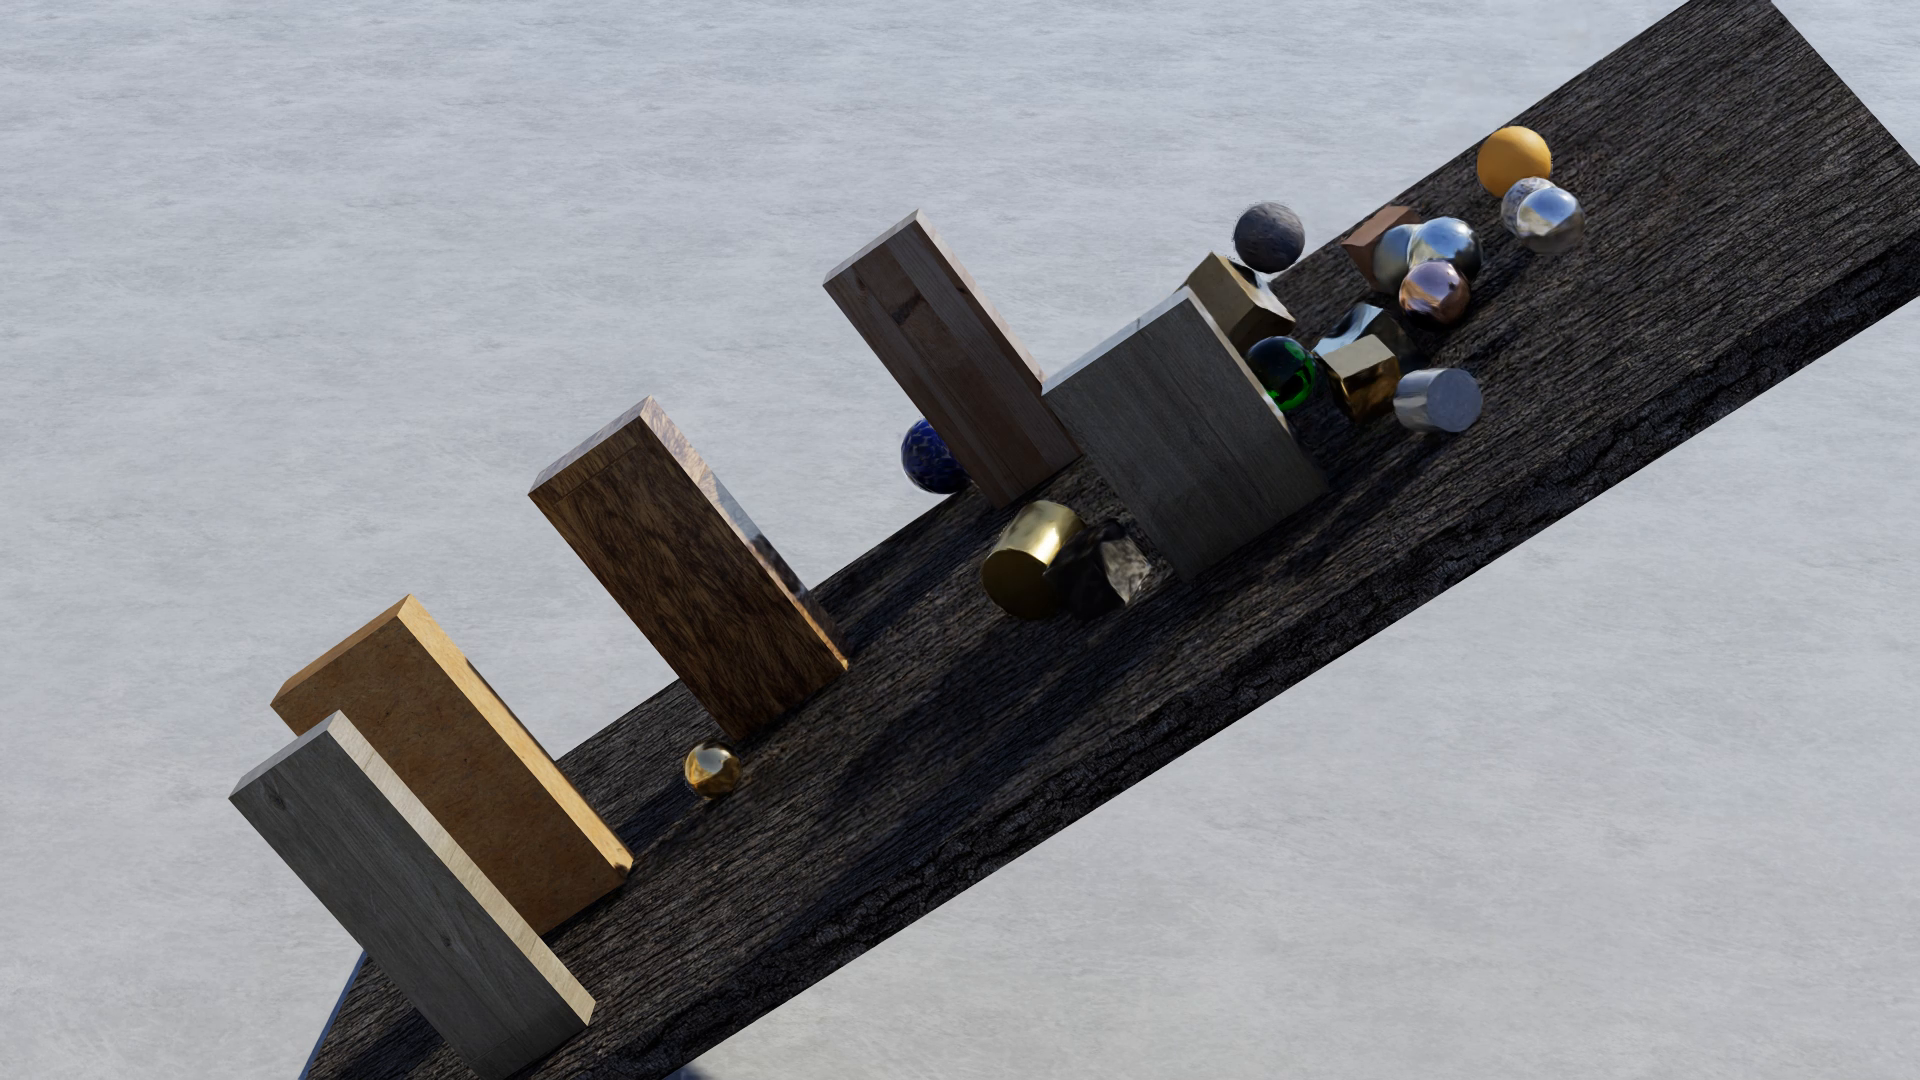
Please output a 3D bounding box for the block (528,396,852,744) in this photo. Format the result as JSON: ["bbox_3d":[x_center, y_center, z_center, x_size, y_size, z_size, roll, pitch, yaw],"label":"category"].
[{"bbox_3d":[-0.605,0.071,6.668,0.325,0.751,0.139,-34,16,16],"label":"block"}]

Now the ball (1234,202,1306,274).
[{"bbox_3d":[0.660,-0.644,6.276,0.151,0.151,0.151,0,22,0],"label":"ball"}]

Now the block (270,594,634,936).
[{"bbox_3d":[-1.105,0.528,6.442,0.367,0.774,0.122,-34,16,16],"label":"block"}]

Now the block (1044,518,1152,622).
[{"bbox_3d":[0.276,0.060,5.895,0.129,0.129,0.129,-24,21,42],"label":"block"}]

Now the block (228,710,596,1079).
[{"bbox_3d":[-1.075,0.715,5.806,0.258,0.793,0.092,-34,16,16],"label":"block"}]

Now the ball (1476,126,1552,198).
[{"bbox_3d":[1.163,-0.791,6.177,0.155,0.155,0.155,0,22,0],"label":"ball"}]

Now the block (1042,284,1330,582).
[{"bbox_3d":[0.433,-0.200,5.641,0.339,0.471,0.081,-34,16,16],"label":"block"}]

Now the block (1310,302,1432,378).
[{"bbox_3d":[0.812,-0.362,5.831,0.147,0.147,0.147,-46,16,0],"label":"block"}]

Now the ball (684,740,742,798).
[{"bbox_3d":[-0.543,0.504,6.469,0.126,0.126,0.126,0,22,0],"label":"ball"}]

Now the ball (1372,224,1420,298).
[{"bbox_3d":[0.945,-0.585,6.180,0.158,0.158,0.158,0,22,0],"label":"ball"}]

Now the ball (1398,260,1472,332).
[{"bbox_3d":[0.955,-0.490,5.912,0.145,0.145,0.145,0,22,0],"label":"ball"}]

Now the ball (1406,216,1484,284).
[{"bbox_3d":[0.993,-0.583,6.024,0.156,0.156,0.156,0,22,0],"label":"ball"}]

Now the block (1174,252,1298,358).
[{"bbox_3d":[0.568,-0.472,6.221,0.171,0.171,0.171,17,32,-50],"label":"block"}]

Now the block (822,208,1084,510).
[{"bbox_3d":[-0.003,-0.415,6.840,0.270,0.680,0.095,-34,16,16],"label":"block"}]

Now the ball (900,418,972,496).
[{"bbox_3d":[-0.045,-0.212,7.255,0.202,0.202,0.202,0,22,0],"label":"ball"}]

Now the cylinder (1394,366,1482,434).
[{"bbox_3d":[0.886,-0.258,5.454,0.118,0.118,0.118,-8,3,-20],"label":"cylinder"}]

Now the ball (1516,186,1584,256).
[{"bbox_3d":[1.144,-0.618,5.701,0.132,0.132,0.132,0,22,0],"label":"ball"}]

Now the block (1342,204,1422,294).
[{"bbox_3d":[0.938,-0.628,6.365,0.134,0.134,0.134,-40,15,-5],"label":"block"}]

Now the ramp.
[{"bbox_3d":[0.131,0.177,6.316,4.000,0.100,2.000,-34,16,16],"label":"ramp"}]

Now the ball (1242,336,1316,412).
[{"bbox_3d":[0.618,-0.322,5.720,0.149,0.149,0.149,0,22,0],"label":"ball"}]

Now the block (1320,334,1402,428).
[{"bbox_3d":[0.779,-0.307,5.655,0.113,0.113,0.113,-24,30,-5],"label":"block"}]

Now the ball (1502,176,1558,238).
[{"bbox_3d":[1.168,-0.675,5.995,0.129,0.129,0.129,0,22,0],"label":"ball"}]
